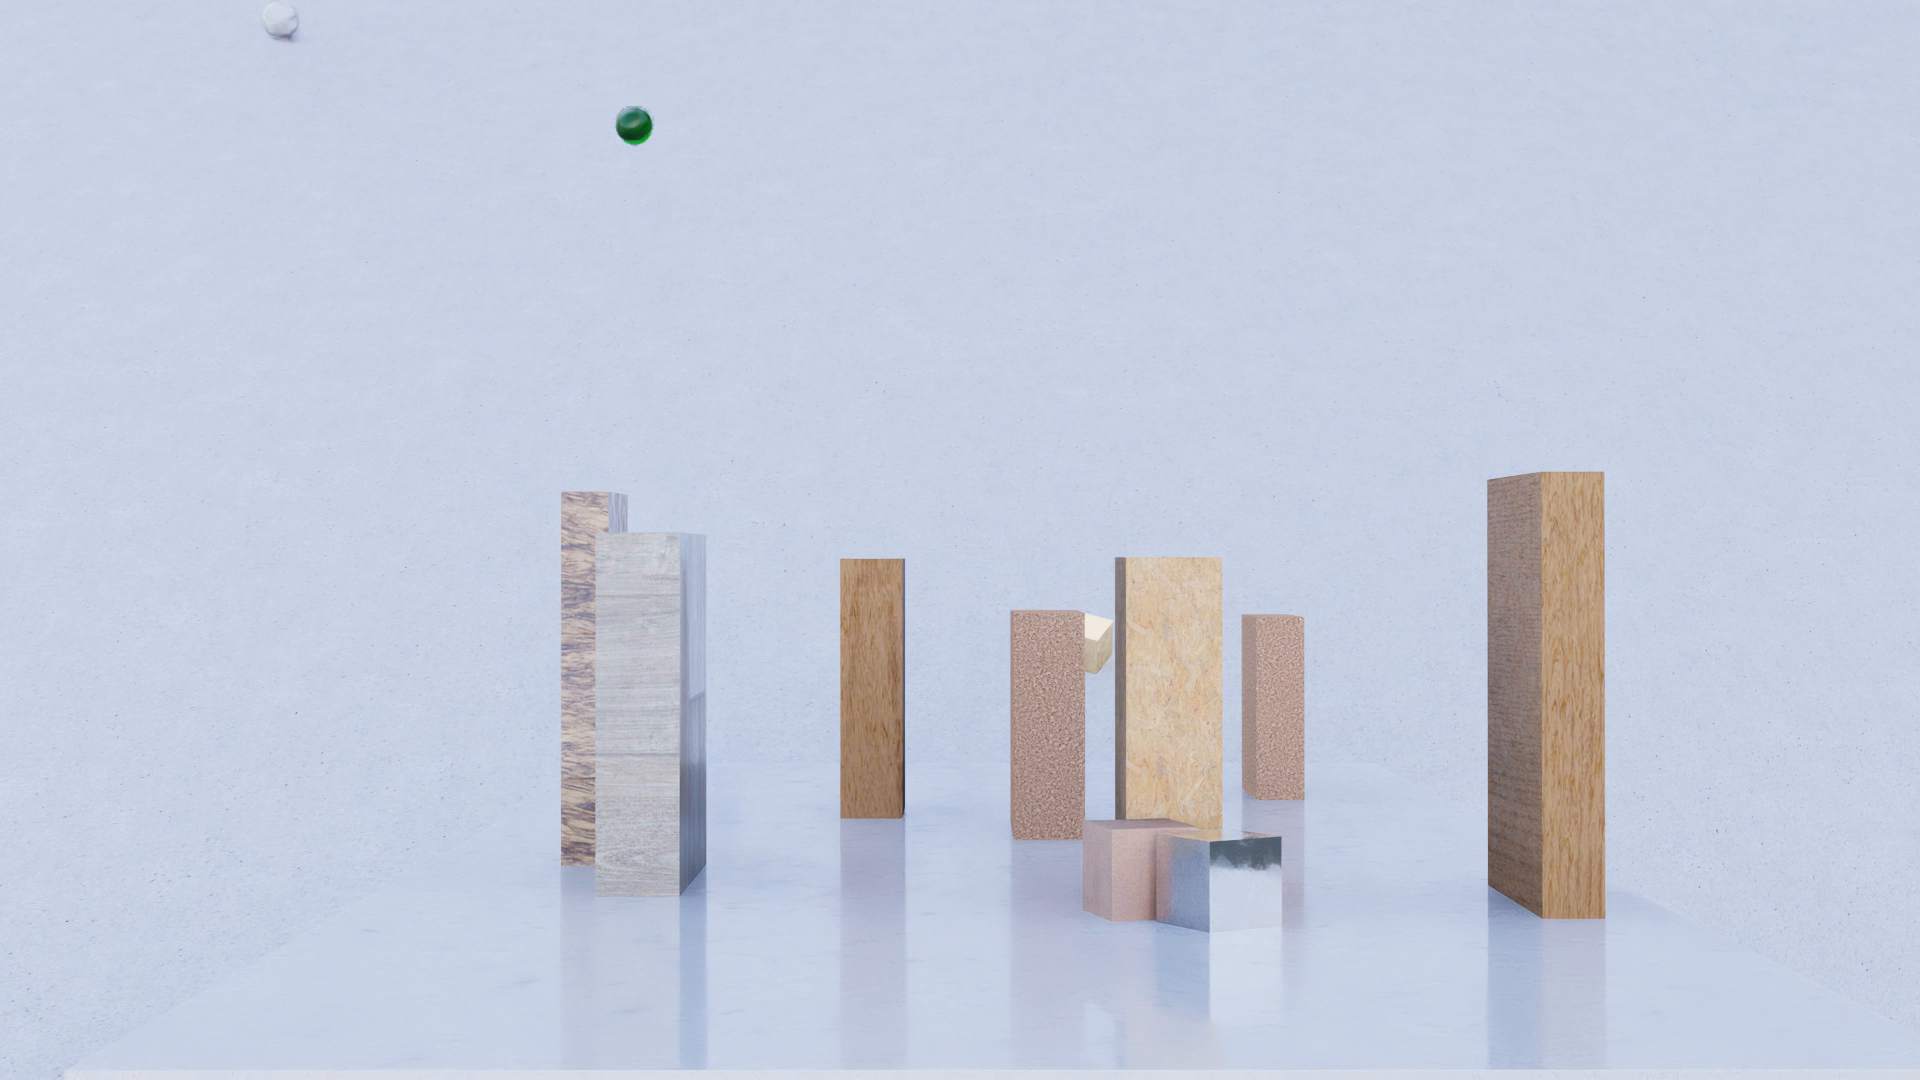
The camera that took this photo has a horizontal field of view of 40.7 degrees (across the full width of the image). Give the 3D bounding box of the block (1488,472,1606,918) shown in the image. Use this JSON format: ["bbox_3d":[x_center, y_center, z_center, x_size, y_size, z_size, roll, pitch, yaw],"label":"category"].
[{"bbox_3d":[0.903,0.230,4.008,0.093,0.658,0.394,0,0,0],"label":"block"}]

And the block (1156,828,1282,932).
[{"bbox_3d":[0.375,0.492,3.757,0.129,0.129,0.129,0,0,-31],"label":"block"}]

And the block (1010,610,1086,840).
[{"bbox_3d":[0.169,0.353,5.053,0.134,0.426,0.344,0,0,0],"label":"block"}]

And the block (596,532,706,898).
[{"bbox_3d":[-0.506,0.275,4.279,0.132,0.572,0.438,0,0,0],"label":"block"}]

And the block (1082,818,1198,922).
[{"bbox_3d":[0.268,0.491,3.865,0.134,0.134,0.134,0,0,-16],"label":"block"}]

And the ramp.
[{"bbox_3d":[0.069,0.613,4.687,2.000,0.100,4.000,0,0,0],"label":"ramp"}]

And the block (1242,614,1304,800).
[{"bbox_3d":[0.702,0.370,5.823,0.106,0.401,0.294,0,0,0],"label":"block"}]

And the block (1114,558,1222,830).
[{"bbox_3d":[0.327,0.293,4.090,0.147,0.532,0.283,0,0,0],"label":"block"}]

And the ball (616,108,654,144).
[{"bbox_3d":[-1.312,-1.667,10.438,0.149,0.149,0.149,0,31,0],"label":"ball"}]

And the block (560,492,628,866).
[{"bbox_3d":[-0.648,0.240,4.599,0.082,0.646,0.260,0,0,0],"label":"block"}]

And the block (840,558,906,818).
[{"bbox_3d":[-0.181,0.304,5.424,0.127,0.530,0.288,0,0,0],"label":"block"}]

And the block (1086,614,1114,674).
[{"bbox_3d":[0.353,0.287,7.226,0.113,0.113,0.113,14,34,22],"label":"block"}]

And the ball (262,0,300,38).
[{"bbox_3d":[-3.016,-2.310,11.493,0.163,0.163,0.163,0,31,0],"label":"ball"}]
